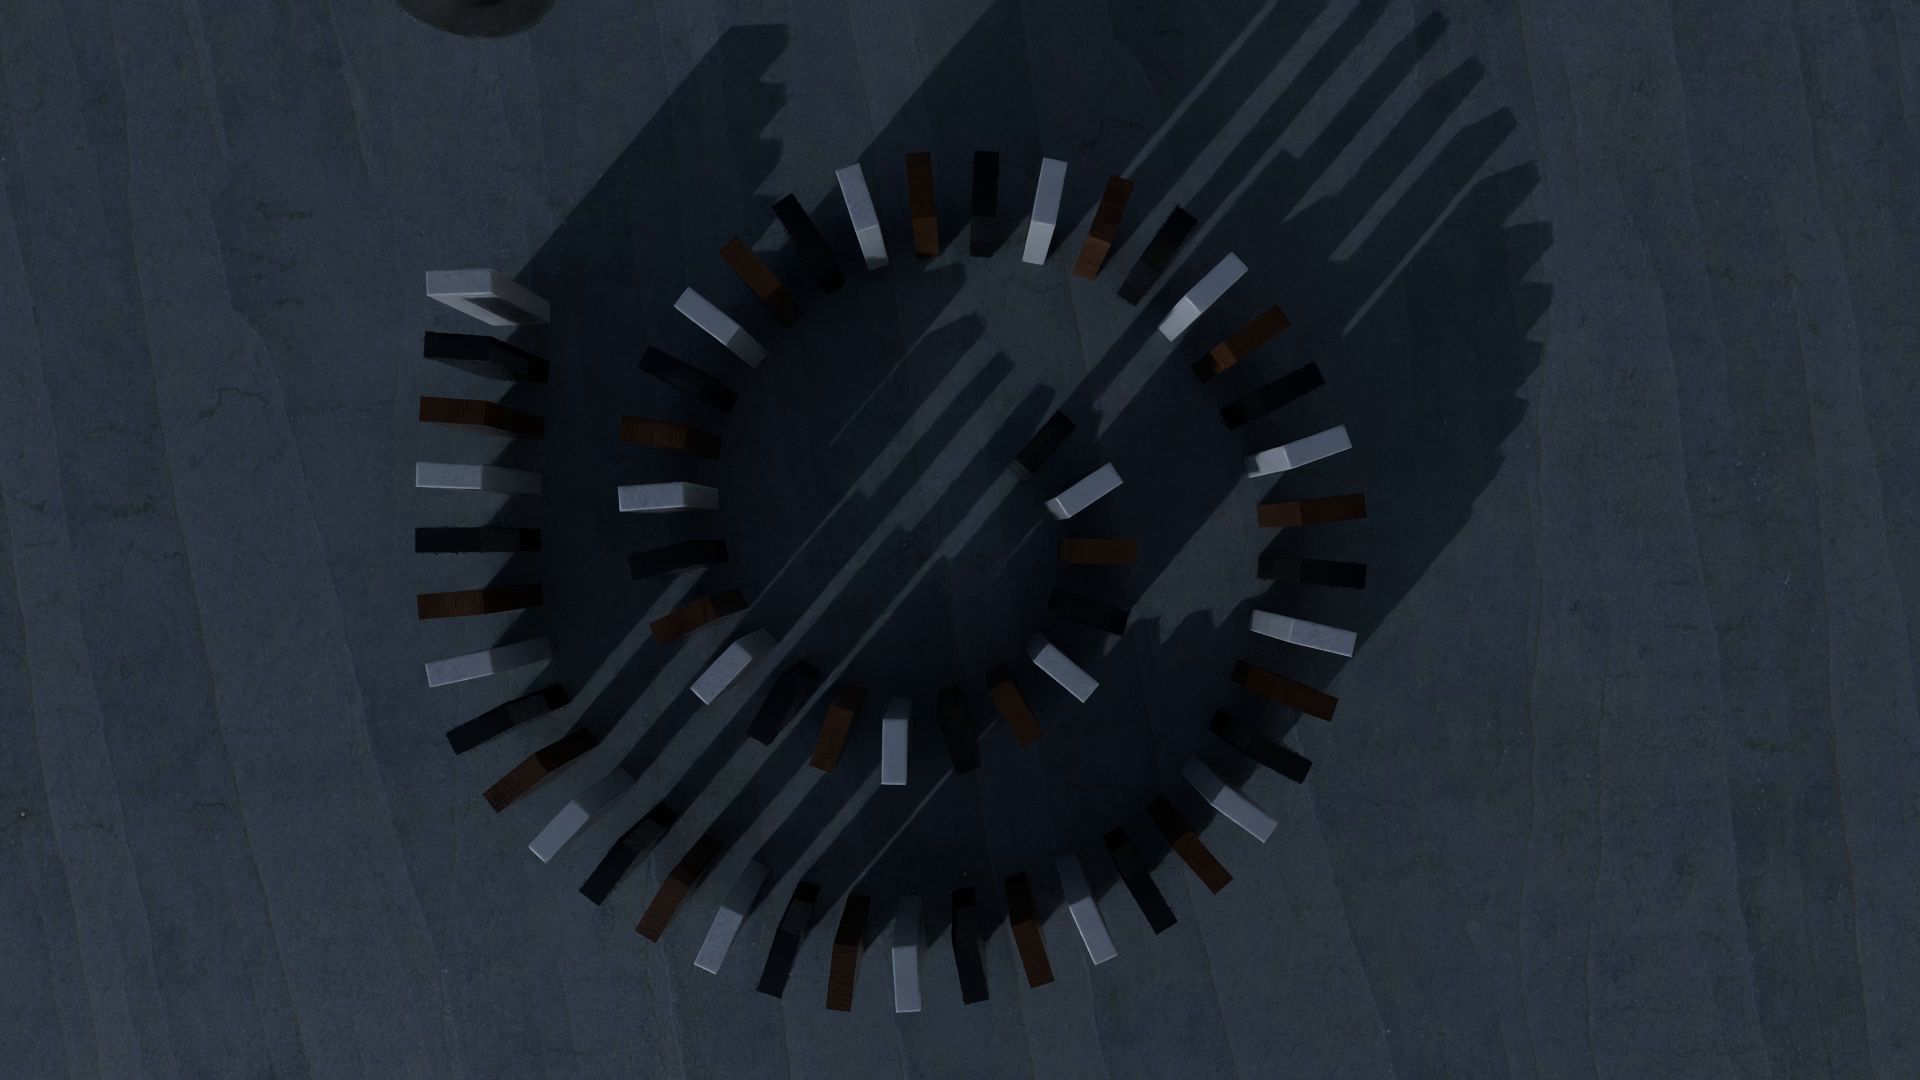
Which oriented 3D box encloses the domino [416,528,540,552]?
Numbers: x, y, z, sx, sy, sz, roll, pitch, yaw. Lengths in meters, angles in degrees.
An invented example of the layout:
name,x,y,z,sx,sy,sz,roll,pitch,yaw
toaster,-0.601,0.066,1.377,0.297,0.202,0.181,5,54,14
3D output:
name,x,y,z,sx,sy,sz,roll,pitch,yaw
domino,-0.196,0.000,0.375,0.025,0.050,0.010,0,90,0

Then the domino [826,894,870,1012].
name,x,y,z,sx,sy,sz,roll,pitch,yaw
domino,-0.045,0.167,0.375,0.009,0.050,0.025,7,90,0

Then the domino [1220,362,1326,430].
name,x,y,z,sx,sy,sz,roll,pitch,yaw
domino,0.127,-0.058,0.375,0.025,0.050,0.010,-28,90,0

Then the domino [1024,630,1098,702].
name,x,y,z,sx,sy,sz,roll,pitch,yaw
domino,0.041,0.051,0.375,0.025,0.050,0.010,39,90,0

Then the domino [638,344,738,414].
name,x,y,z,sx,sy,sz,roll,pitch,yaw
domino,-0.110,-0.065,0.375,0.025,0.050,0.010,26,90,0

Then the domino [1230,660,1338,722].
name,x,y,z,sx,sy,sz,roll,pitch,yaw
domino,0.131,0.061,0.375,0.025,0.050,0.009,20,90,0

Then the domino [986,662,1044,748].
name,x,y,z,sx,sy,sz,roll,pitch,yaw
domino,0.022,0.066,0.375,0.009,0.050,0.025,-31,90,0

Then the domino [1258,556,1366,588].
name,x,y,z,sx,sy,sz,roll,pitch,yaw
domino,0.143,0.013,0.375,0.025,0.050,0.010,5,90,0

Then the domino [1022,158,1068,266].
name,x,y,z,sx,sy,sz,roll,pitch,yaw
domino,0.034,-0.133,0.375,0.009,0.050,0.025,11,90,0

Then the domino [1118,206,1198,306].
name,x,y,z,sx,sy,sz,roll,pitch,yaw
domino,0.080,-0.115,0.375,0.009,0.050,0.025,36,90,0

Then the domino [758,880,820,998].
name,x,y,z,sx,sy,sz,roll,pitch,yaw
domino,-0.069,0.162,0.375,0.009,0.050,0.025,18,90,0

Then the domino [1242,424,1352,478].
name,x,y,z,sx,sy,sz,roll,pitch,yaw
domino,0.137,-0.036,0.375,0.025,0.050,0.009,-19,90,0

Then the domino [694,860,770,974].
name,x,y,z,sx,sy,sz,roll,pitch,yaw
domino,-0.092,0.153,0.375,0.010,0.050,0.025,25,90,0

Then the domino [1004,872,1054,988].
name,x,y,z,sx,sy,sz,roll,pitch,yaw
domino,0.028,0.158,0.375,0.010,0.050,0.025,-18,90,0

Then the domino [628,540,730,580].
name,x,y,z,sx,sy,sz,roll,pitch,yaw
domino,-0.114,0.008,0.375,0.025,0.050,0.010,-14,90,0

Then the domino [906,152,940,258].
name,x,y,z,sx,sy,sz,roll,pitch,yaw
domino,-0.015,-0.136,0.375,0.009,0.050,0.025,-6,90,0

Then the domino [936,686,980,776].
name,x,y,z,sx,sy,sz,roll,pitch,yaw
domino,-0.001,0.077,0.375,0.010,0.050,0.025,-19,90,0

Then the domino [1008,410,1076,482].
name,x,y,z,sx,sy,sz,roll,pitch,yaw
domino,0.033,-0.037,0.375,0.009,0.050,0.025,42,90,0

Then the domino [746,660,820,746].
name,x,y,z,sx,sy,sz,roll,pitch,yaw
domino,-0.071,0.066,0.375,0.009,0.050,0.025,30,90,0

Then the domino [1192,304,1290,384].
name,x,y,z,sx,sy,sz,roll,pitch,yaw
domino,0.114,-0.079,0.375,0.025,0.050,0.009,-35,90,0

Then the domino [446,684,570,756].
name,x,y,z,sx,sy,sz,roll,pitch,yaw
domino,-0.183,0.072,0.375,0.025,0.050,0.010,-27,90,0

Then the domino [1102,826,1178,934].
name,x,y,z,sx,sy,sz,roll,pitch,yaw
domino,0.073,0.138,0.375,0.010,0.050,0.025,-31,90,0

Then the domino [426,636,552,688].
name,x,y,z,sx,sy,sz,roll,pitch,yaw
domino,-0.191,0.049,0.375,0.025,0.050,0.009,-12,90,0

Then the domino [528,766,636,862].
name,x,y,z,sx,sy,sz,roll,pitch,yaw
domino,-0.153,0.111,0.375,0.010,0.050,0.025,43,90,0

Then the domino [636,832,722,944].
name,x,y,z,sx,sy,sz,roll,pitch,yaw
domino,-0.114,0.141,0.375,0.009,0.050,0.025,31,90,0

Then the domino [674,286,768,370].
name,x,y,z,sx,sy,sz,roll,pitch,yaw
domino,-0.097,-0.086,0.375,0.025,0.050,0.009,37,90,0

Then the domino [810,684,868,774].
name,x,y,z,sx,sy,sz,roll,pitch,yaw
domino,-0.049,0.076,0.375,0.009,0.050,0.025,19,90,0

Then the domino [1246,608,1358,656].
name,x,y,z,sx,sy,sz,roll,pitch,yaw
domino,0.139,0.037,0.375,0.025,0.050,0.009,13,90,0

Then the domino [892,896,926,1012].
name,x,y,z,sx,sy,sz,roll,pitch,yaw
domino,-0.021,0.168,0.375,0.010,0.050,0.025,-4,90,0

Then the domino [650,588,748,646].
name,x,y,z,sx,sy,sz,roll,pitch,yaw
domino,-0.106,0.031,0.375,0.025,0.050,0.010,-26,90,0

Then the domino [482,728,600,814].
name,x,y,z,sx,sy,sz,roll,pitch,yaw
domino,-0.170,0.093,0.375,0.025,0.050,0.009,-39,90,0

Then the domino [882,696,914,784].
name,x,y,z,sx,sy,sz,roll,pitch,yaw
domino,-0.025,0.081,0.375,0.009,0.050,0.025,1,90,0

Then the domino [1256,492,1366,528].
name,x,y,z,sx,sy,sz,roll,pitch,yaw
domino,0.142,-0.012,0.375,0.025,0.050,0.010,-7,90,0

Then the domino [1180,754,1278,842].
name,x,y,z,sx,sy,sz,roll,pitch,yaw
domino,0.109,0.105,0.375,0.025,0.050,0.009,36,90,0

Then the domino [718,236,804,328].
name,x,y,z,sx,sy,sz,roll,pitch,yaw
domino,-0.080,-0.104,0.375,0.010,0.050,0.025,-44,90,0

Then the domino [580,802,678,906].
name,x,y,z,sx,sy,sz,roll,pitch,yaw
domino,-0.134,0.127,0.375,0.010,0.050,0.025,37,90,0

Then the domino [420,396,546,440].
name,x,y,z,sx,sy,sz,roll,pitch,yaw
domino,-0.194,-0.049,0.375,0.025,0.050,0.009,4,90,0

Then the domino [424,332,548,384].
name,x,y,z,sx,sy,sz,roll,pitch,yaw
domino,-0.192,-0.074,0.375,0.025,0.050,0.010,4,90,0

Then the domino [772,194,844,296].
name,x,y,z,sx,sy,sz,roll,pitch,yaw
domino,-0.061,-0.120,0.375,0.009,0.050,0.025,-34,90,0

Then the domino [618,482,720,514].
name,x,y,z,sx,sy,sz,roll,pitch,yaw
domino,-0.118,-0.017,0.375,0.025,0.050,0.010,-4,90,0

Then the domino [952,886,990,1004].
name,x,y,z,sx,sy,sz,roll,pitch,yaw
domino,0.004,0.164,0.375,0.009,0.050,0.025,-12,90,0

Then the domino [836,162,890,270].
name,x,y,z,sx,sy,sz,roll,pitch,yaw
domino,-0.039,-0.131,0.375,0.010,0.050,0.025,-18,90,0

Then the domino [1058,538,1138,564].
name,x,y,z,sx,sy,sz,roll,pitch,yaw
domino,0.055,0.004,0.375,0.025,0.050,0.009,1,90,0

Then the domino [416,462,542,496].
name,x,y,z,sx,sy,sz,roll,pitch,yaw
domino,-0.195,-0.025,0.375,0.025,0.050,0.009,2,90,0

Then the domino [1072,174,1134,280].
name,x,y,z,sx,sy,sz,roll,pitch,yaw
domino,0.058,-0.126,0.375,0.009,0.050,0.025,21,90,0

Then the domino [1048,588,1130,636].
name,x,y,z,sx,sy,sz,roll,pitch,yaw
domino,0.051,0.029,0.375,0.025,0.050,0.009,16,90,0

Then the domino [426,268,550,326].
name,x,y,z,sx,sy,sz,roll,pitch,yaw
domino,-0.191,-0.099,0.375,0.025,0.050,0.009,-2,90,0

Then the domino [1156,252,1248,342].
name,x,y,z,sx,sy,sz,roll,pitch,yaw
domino,0.098,-0.098,0.375,0.025,0.050,0.010,-43,90,0

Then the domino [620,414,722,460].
name,x,y,z,sx,sy,sz,roll,pitch,yaw
domino,-0.117,-0.041,0.375,0.025,0.050,0.010,8,90,0

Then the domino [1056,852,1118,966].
name,x,y,z,sx,sy,sz,roll,pitch,yaw
domino,0.051,0.149,0.375,0.009,0.050,0.025,-24,90,0

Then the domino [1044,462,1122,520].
name,x,y,z,sx,sy,sz,roll,pitch,yaw
domino,0.049,-0.019,0.375,0.025,0.050,0.010,-33,90,0

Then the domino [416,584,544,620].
name,x,y,z,sx,sy,sz,roll,pitch,yaw
domino,-0.195,0.025,0.375,0.025,0.050,0.010,-5,90,0

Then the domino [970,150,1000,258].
name,x,y,z,sx,sy,sz,roll,pitch,yaw
domino,0.010,-0.136,0.375,0.010,0.050,0.025,3,90,0

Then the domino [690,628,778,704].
name,x,y,z,sx,sy,sz,roll,pitch,yaw
domino,-0.091,0.051,0.375,0.010,0.050,0.025,44,90,0

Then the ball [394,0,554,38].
name,x,y,z,sx,sy,sz,roll,pitch,yaw
ball,-0.197,-0.243,0.360,0.080,0.080,0.080,0,90,0

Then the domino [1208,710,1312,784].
name,x,y,z,sx,sy,sz,roll,pitch,yaw
domino,0.122,0.084,0.375,0.025,0.050,0.009,27,90,0

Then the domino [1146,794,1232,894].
name,x,y,z,sx,sy,sz,roll,pitch,yaw
domino,0.093,0.123,0.375,0.009,0.050,0.025,-42,90,0
